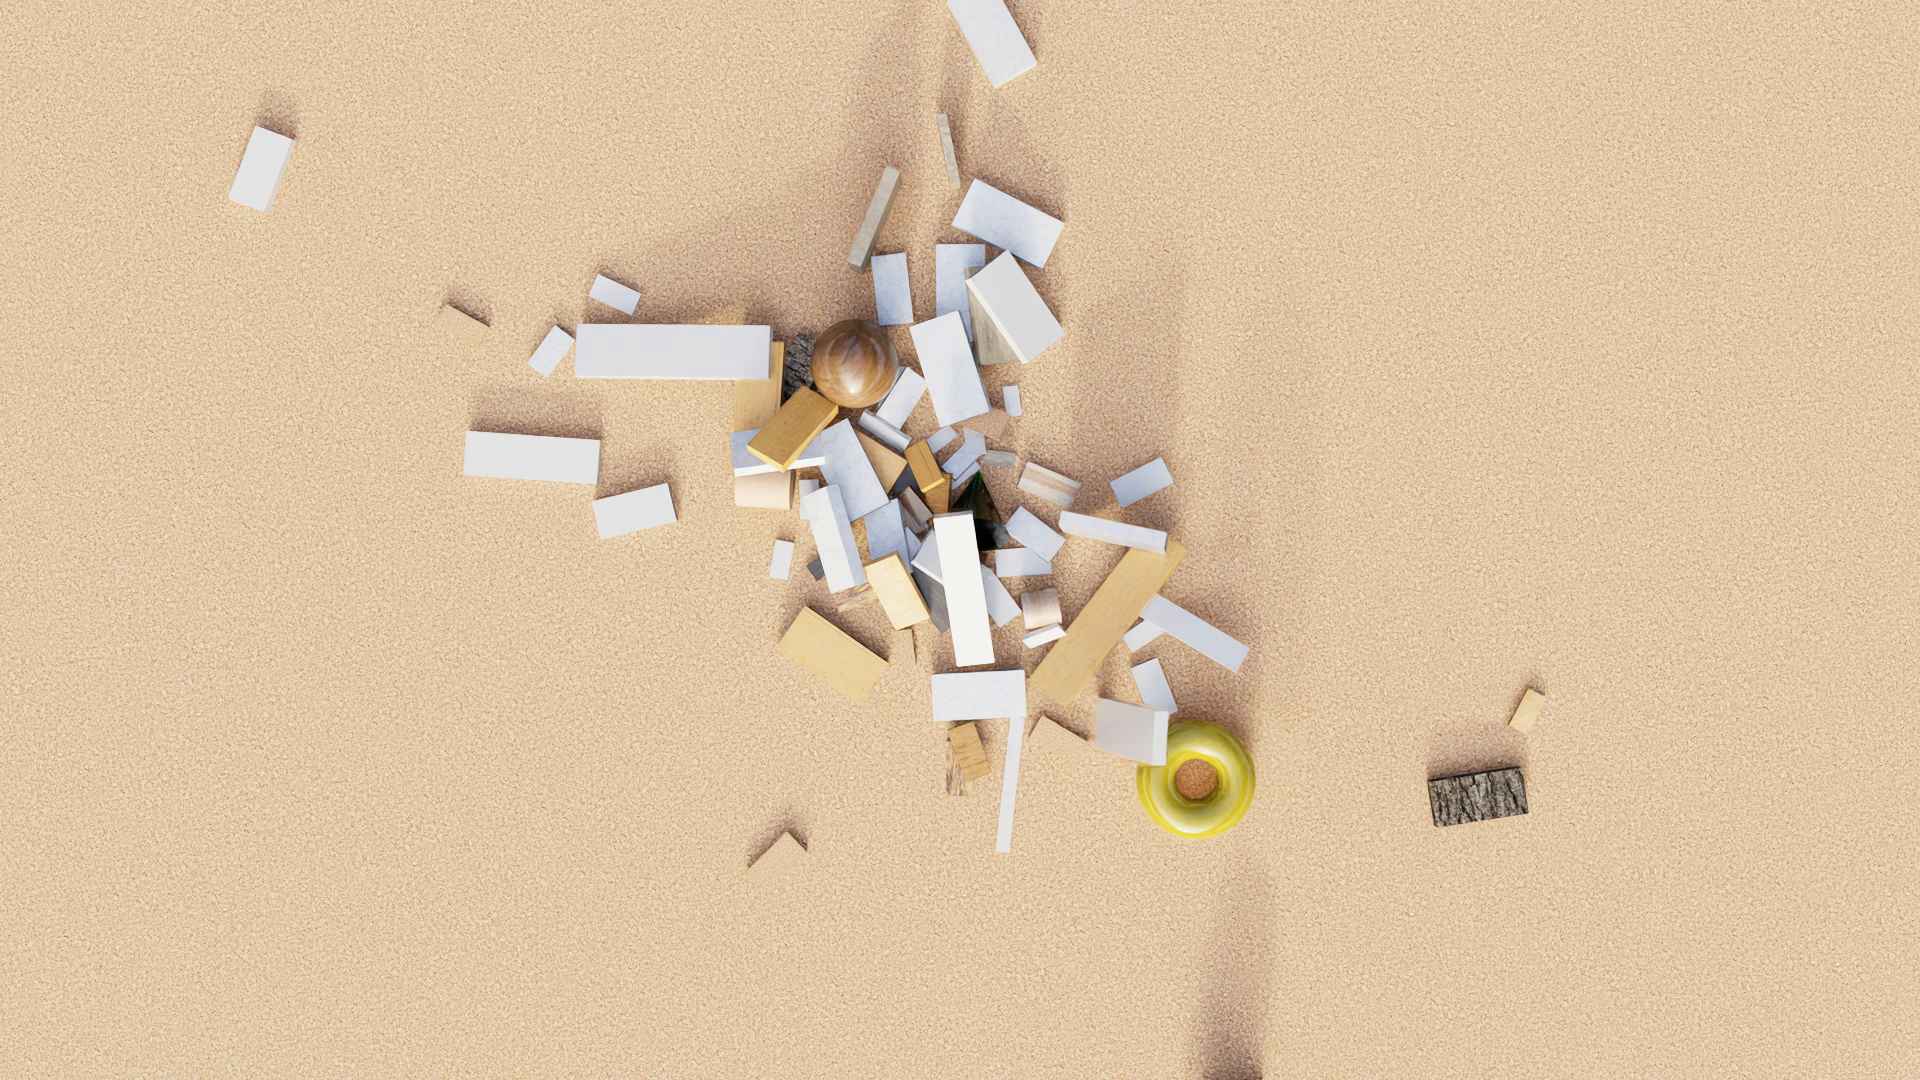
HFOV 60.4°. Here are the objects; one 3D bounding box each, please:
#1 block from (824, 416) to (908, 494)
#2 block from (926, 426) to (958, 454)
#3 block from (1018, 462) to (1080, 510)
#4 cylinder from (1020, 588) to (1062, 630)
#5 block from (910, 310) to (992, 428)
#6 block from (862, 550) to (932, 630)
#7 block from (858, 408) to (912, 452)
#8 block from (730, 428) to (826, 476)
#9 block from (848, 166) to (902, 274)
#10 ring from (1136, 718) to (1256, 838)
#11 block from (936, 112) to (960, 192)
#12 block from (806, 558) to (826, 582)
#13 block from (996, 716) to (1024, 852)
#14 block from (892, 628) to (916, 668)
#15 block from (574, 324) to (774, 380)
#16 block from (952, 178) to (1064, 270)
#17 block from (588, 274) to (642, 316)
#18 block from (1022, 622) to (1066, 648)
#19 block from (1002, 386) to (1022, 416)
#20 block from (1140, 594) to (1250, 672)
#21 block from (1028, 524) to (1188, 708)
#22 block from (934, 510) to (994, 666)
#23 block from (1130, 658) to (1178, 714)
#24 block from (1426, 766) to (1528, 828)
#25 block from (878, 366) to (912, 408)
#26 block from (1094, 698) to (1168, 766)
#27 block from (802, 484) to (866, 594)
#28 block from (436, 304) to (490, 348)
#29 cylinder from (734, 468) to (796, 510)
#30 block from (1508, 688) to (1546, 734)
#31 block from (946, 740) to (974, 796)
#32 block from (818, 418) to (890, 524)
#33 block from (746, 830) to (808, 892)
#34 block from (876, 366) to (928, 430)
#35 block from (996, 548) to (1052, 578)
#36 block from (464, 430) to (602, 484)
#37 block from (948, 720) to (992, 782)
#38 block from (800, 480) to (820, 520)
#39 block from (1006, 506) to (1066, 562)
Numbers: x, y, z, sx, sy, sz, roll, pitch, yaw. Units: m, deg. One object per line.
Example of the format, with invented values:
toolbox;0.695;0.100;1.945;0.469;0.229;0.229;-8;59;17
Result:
block;-0.383;-0.298;5.465;0.403;0.044;0.154;32;90;4
block;-0.063;-0.337;5.493;0.101;0.014;0.050;-37;90;0
block;0.295;-0.181;5.487;0.190;0.027;0.095;23;90;0
cylinder;0.266;0.226;5.440;0.120;0.120;0.120;-9;90;0
block;-0.030;-0.561;5.423;0.173;0.049;0.346;-18;89;13
block;-0.206;0.165;5.384;0.125;0.035;0.249;-21;112;16
block;-0.250;-0.362;5.469;0.180;0.065;0.018;33;50;0
block;-0.592;-0.297;5.345;0.291;0.041;0.145;-8;58;-5
block;-0.280;-1.046;5.417;0.047;0.167;0.334;23;90;0
ring;0.778;0.787;5.436;0.396;0.132;0.396;0;89;0
block;-0.038;-1.279;5.442;0.033;0.115;0.230;-11;90;0
block;-0.442;0.076;5.491;0.125;0.018;0.063;-35;90;0
block;0.166;0.814;5.494;0.045;0.013;0.451;6;90;0
block;-0.185;0.362;5.491;0.063;0.018;0.125;-7;90;0
block;-0.943;-0.619;5.434;0.650;0.049;0.173;1;86;6
block;0.161;-1.047;5.476;0.334;0.047;0.167;27;90;0
block;-1.146;-0.814;5.489;0.158;0.022;0.079;25;90;0
block;0.277;0.315;5.449;0.134;0.067;0.019;-22;55;17
block;0.174;-0.462;5.493;0.050;0.014;0.101;-8;90;0
block;0.767;0.300;5.437;0.378;0.026;0.091;31;84;14
block;0.491;0.252;5.460;0.153;0.043;0.652;38;90;15
block;0.015;0.162;5.363;0.125;0.035;0.532;-7;112;5
block;0.646;0.497;5.487;0.095;0.027;0.190;-22;90;0
block;1.719;0.853;5.478;0.307;0.043;0.153;-9;90;0
block;-0.220;-0.486;5.487;0.093;0.026;0.186;7;90;0
block;0.547;0.611;5.305;0.047;0.402;0.167;3;90;-22
block;-0.411;-0.002;5.394;0.047;0.167;0.334;-16;88;-34
block;-1.655;-0.711;5.489;0.158;0.022;0.079;28;90;0
cylinder;-0.637;-0.191;5.412;0.176;0.176;0.176;4;90;0
block;1.887;0.570;5.491;0.067;0.019;0.140;28;90;0
block;0.000;0.760;5.487;0.091;0.026;0.182;1;90;0
block;-0.367;-0.226;5.416;0.154;0.044;0.309;-27;86;2
block;-0.610;1.068;5.487;0.190;0.027;0.095;-44;90;0
block;-0.190;-0.468;5.456;0.093;0.026;0.186;34;83;-14
block;0.210;0.072;5.487;0.182;0.026;0.091;-4;90;0
block;-1.418;-0.273;5.479;0.443;0.041;0.145;4;90;0
block;0.032;0.699;5.461;0.091;0.026;0.182;-20;90;0
block;-0.500;-0.136;5.491;0.065;0.018;0.131;-2;90;0
block;0.246;-0.018;5.468;0.190;0.027;0.095;37;82;7
